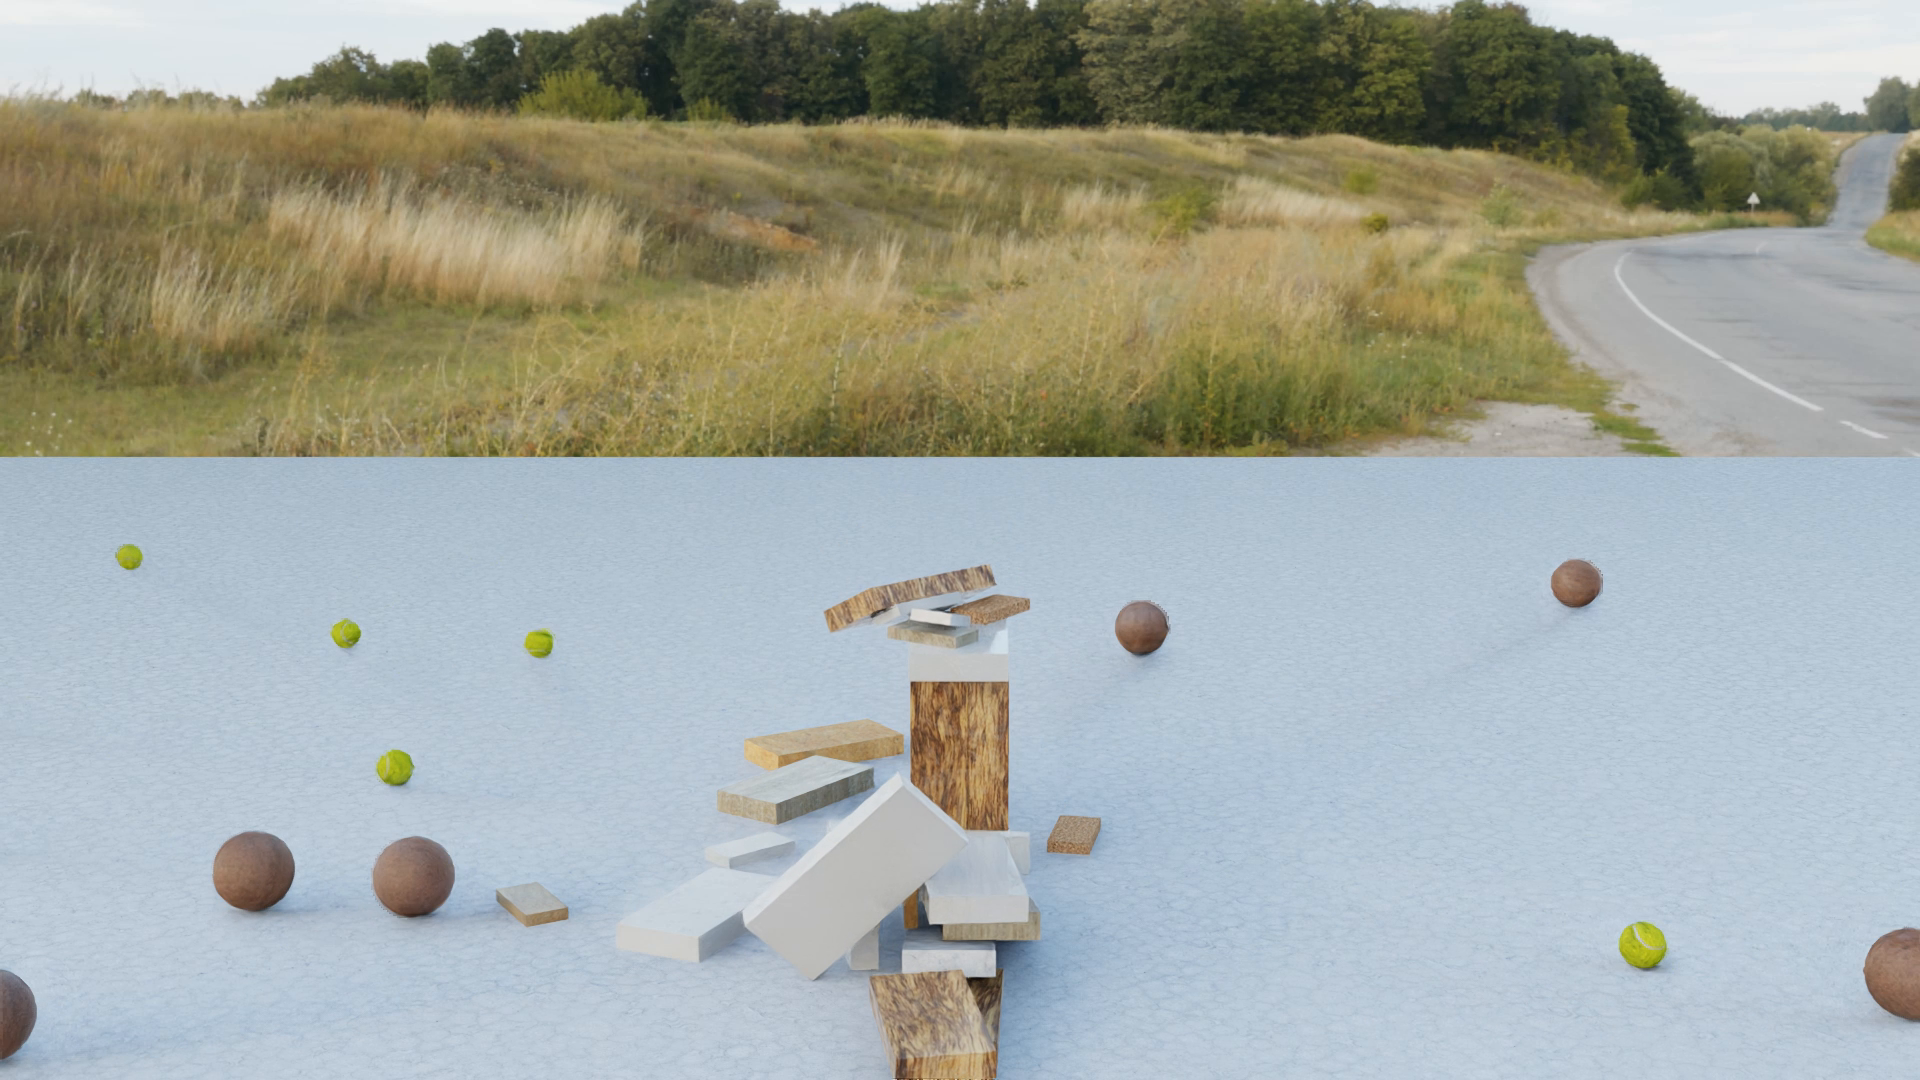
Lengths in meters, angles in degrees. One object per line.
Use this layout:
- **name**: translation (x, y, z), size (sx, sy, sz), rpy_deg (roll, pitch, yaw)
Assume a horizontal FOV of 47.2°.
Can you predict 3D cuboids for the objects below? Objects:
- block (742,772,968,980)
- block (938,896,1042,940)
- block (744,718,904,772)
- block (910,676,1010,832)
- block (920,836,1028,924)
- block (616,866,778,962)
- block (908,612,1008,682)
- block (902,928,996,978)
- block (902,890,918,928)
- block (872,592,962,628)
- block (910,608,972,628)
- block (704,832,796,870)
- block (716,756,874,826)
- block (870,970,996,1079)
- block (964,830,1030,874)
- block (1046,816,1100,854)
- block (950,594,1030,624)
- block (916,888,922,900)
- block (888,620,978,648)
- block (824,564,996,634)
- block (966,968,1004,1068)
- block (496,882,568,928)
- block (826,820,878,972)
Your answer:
- **block**: translation (-0.155, 0.500, 3.256), size (0.319, 0.146, 0.041), rpy_deg (-42, 25, 8)
- **block**: translation (0.042, 0.580, 3.394), size (0.145, 0.041, 0.290), rpy_deg (0, -4, -2)
- **block**: translation (-0.276, 0.420, 4.473), size (0.290, 0.041, 0.145), rpy_deg (-7, 12, -32)
- **block**: translation (0.000, 0.394, 3.797), size (0.168, 0.337, 0.048), rpy_deg (0, 14, 0)
- **block**: translation (0.012, 0.514, 3.342), size (0.145, 0.041, 0.290), rpy_deg (-1, 9, -6)
- **block**: translation (-0.406, 0.597, 3.519), size (0.146, 0.041, 0.293), rpy_deg (5, 12, 24)
- **block**: translation (-0.001, 0.185, 3.866), size (0.168, 0.048, 0.337), rpy_deg (0, 10, 1)
- **block**: translation (-0.016, 0.613, 3.271), size (0.133, 0.038, 0.266), rpy_deg (0, -3, 0)
- **block**: translation (-0.081, 0.567, 3.501), size (0.020, 0.071, 0.196), rpy_deg (-2, 0, -3)
- **block**: translation (-0.076, 0.124, 3.923), size (0.151, 0.021, 0.075), rpy_deg (-10, -11, -43)
- **block**: translation (-0.033, 0.136, 3.830), size (0.071, 0.020, 0.142), rpy_deg (8, -2, 14)
- **block**: translation (-0.368, 0.544, 3.861), size (0.143, 0.020, 0.072), rpy_deg (-9, 14, -41)
- **block**: translation (-0.310, 0.473, 4.184), size (0.145, 0.041, 0.290), rpy_deg (7, 13, 35)
- **block**: translation (-0.040, 0.659, 2.986), size (0.133, 0.038, 0.266), rpy_deg (-2, 13, -9)
- **block**: translation (0.048, 0.535, 3.767), size (0.142, 0.071, 0.020), rpy_deg (1, 17, 6)
- **block**: translation (0.205, 0.528, 3.943), size (0.075, 0.021, 0.150), rpy_deg (2, 11, 11)
- **block**: translation (0.056, 0.126, 3.996), size (0.075, 0.021, 0.150), rpy_deg (7, 12, 33)
- **block**: translation (-0.001, 0.551, 3.574), size (0.145, 0.041, 0.290), rpy_deg (0, -4, -3)
- **block**: translation (-0.047, 0.162, 3.799), size (0.143, 0.020, 0.072), rpy_deg (7, 13, 33)
- **block**: translation (-0.089, 0.106, 3.997), size (0.290, 0.041, 0.145), rpy_deg (-11, -11, -42)
- **block**: translation (-0.009, 0.674, 3.115), size (0.133, 0.038, 0.266), rpy_deg (1, 11, 3)
- **block**: translation (-0.699, 0.594, 3.590), size (0.072, 0.020, 0.143), rpy_deg (-6, 12, -30)
- **block**: translation (-0.170, 0.554, 3.460), size (0.041, 0.146, 0.293), rpy_deg (-1, 11, -11)
